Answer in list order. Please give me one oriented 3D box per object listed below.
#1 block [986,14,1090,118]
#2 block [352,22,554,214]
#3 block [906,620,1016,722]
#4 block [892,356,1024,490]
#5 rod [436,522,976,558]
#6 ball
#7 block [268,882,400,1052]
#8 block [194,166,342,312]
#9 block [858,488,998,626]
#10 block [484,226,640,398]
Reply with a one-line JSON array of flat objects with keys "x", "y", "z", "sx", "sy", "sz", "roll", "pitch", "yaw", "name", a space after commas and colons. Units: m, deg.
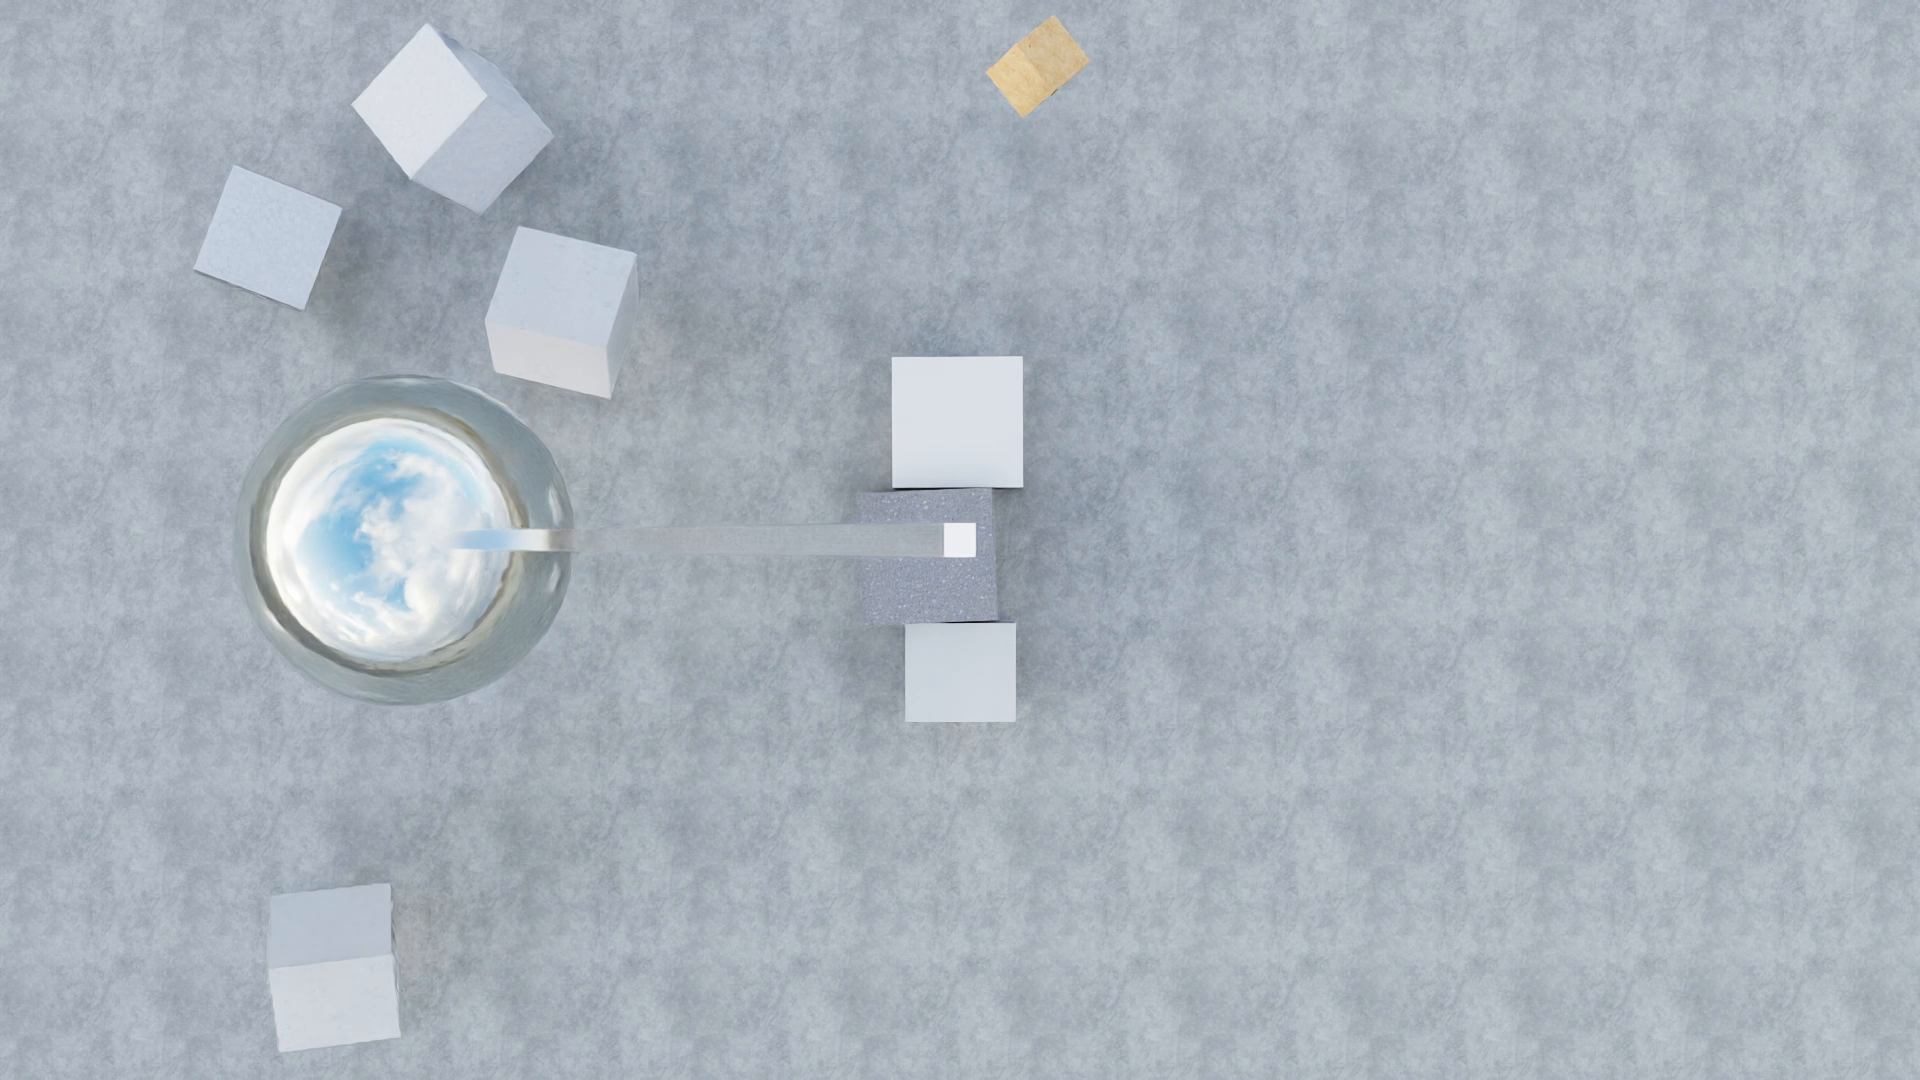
[{"x": 0.421, "y": -2.555, "z": 11.878, "sx": 0.317, "sy": 0.372, "sz": 0.319, "roll": -43, "pitch": 98, "yaw": -27, "name": "block"}, {"x": -2.872, "y": -2.383, "z": 12.494, "sx": 0.636, "sy": 0.686, "sz": 0.639, "roll": -44, "pitch": 68, "yaw": 10, "name": "block"}, {"x": 0.003, "y": 0.748, "z": 12.707, "sx": 0.622, "sy": 0.587, "sz": 0.556, "roll": 0, "pitch": 90, "yaw": 0, "name": "block"}, {"x": -0.014, "y": -0.664, "z": 12.692, "sx": 0.736, "sy": 0.615, "sz": 0.735, "roll": 0, "pitch": 90, "yaw": 0, "name": "block"}, {"x": -1.150, "y": 0.000, "z": 7.509, "sx": 0.080, "sy": 5.200, "sz": 0.080, "roll": 0, "pitch": 90, "yaw": -26, "name": "rod"}, {"x": -2.654, "y": 0.000, "z": 10.558, "sx": 1.600, "sy": 1.600, "sz": 1.600, "roll": 0, "pitch": 90, "yaw": 0, "name": "ball"}, {"x": -3.530, "y": 2.408, "z": 12.435, "sx": 0.652, "sy": 0.667, "sz": 0.582, "roll": -5, "pitch": 119, "yaw": -13, "name": "block"}, {"x": -3.959, "y": -1.711, "z": 12.573, "sx": 0.621, "sy": 0.605, "sz": 0.619, "roll": 21, "pitch": 88, "yaw": -19, "name": "block"}, {"x": -0.179, "y": 0.093, "z": 12.638, "sx": 0.754, "sy": 0.724, "sz": 0.741, "roll": -3, "pitch": 90, "yaw": 0, "name": "block"}, {"x": -2.264, "y": -1.300, "z": 12.598, "sx": 0.688, "sy": 0.585, "sz": 0.642, "roll": 13, "pitch": 65, "yaw": 0, "name": "block"}]
